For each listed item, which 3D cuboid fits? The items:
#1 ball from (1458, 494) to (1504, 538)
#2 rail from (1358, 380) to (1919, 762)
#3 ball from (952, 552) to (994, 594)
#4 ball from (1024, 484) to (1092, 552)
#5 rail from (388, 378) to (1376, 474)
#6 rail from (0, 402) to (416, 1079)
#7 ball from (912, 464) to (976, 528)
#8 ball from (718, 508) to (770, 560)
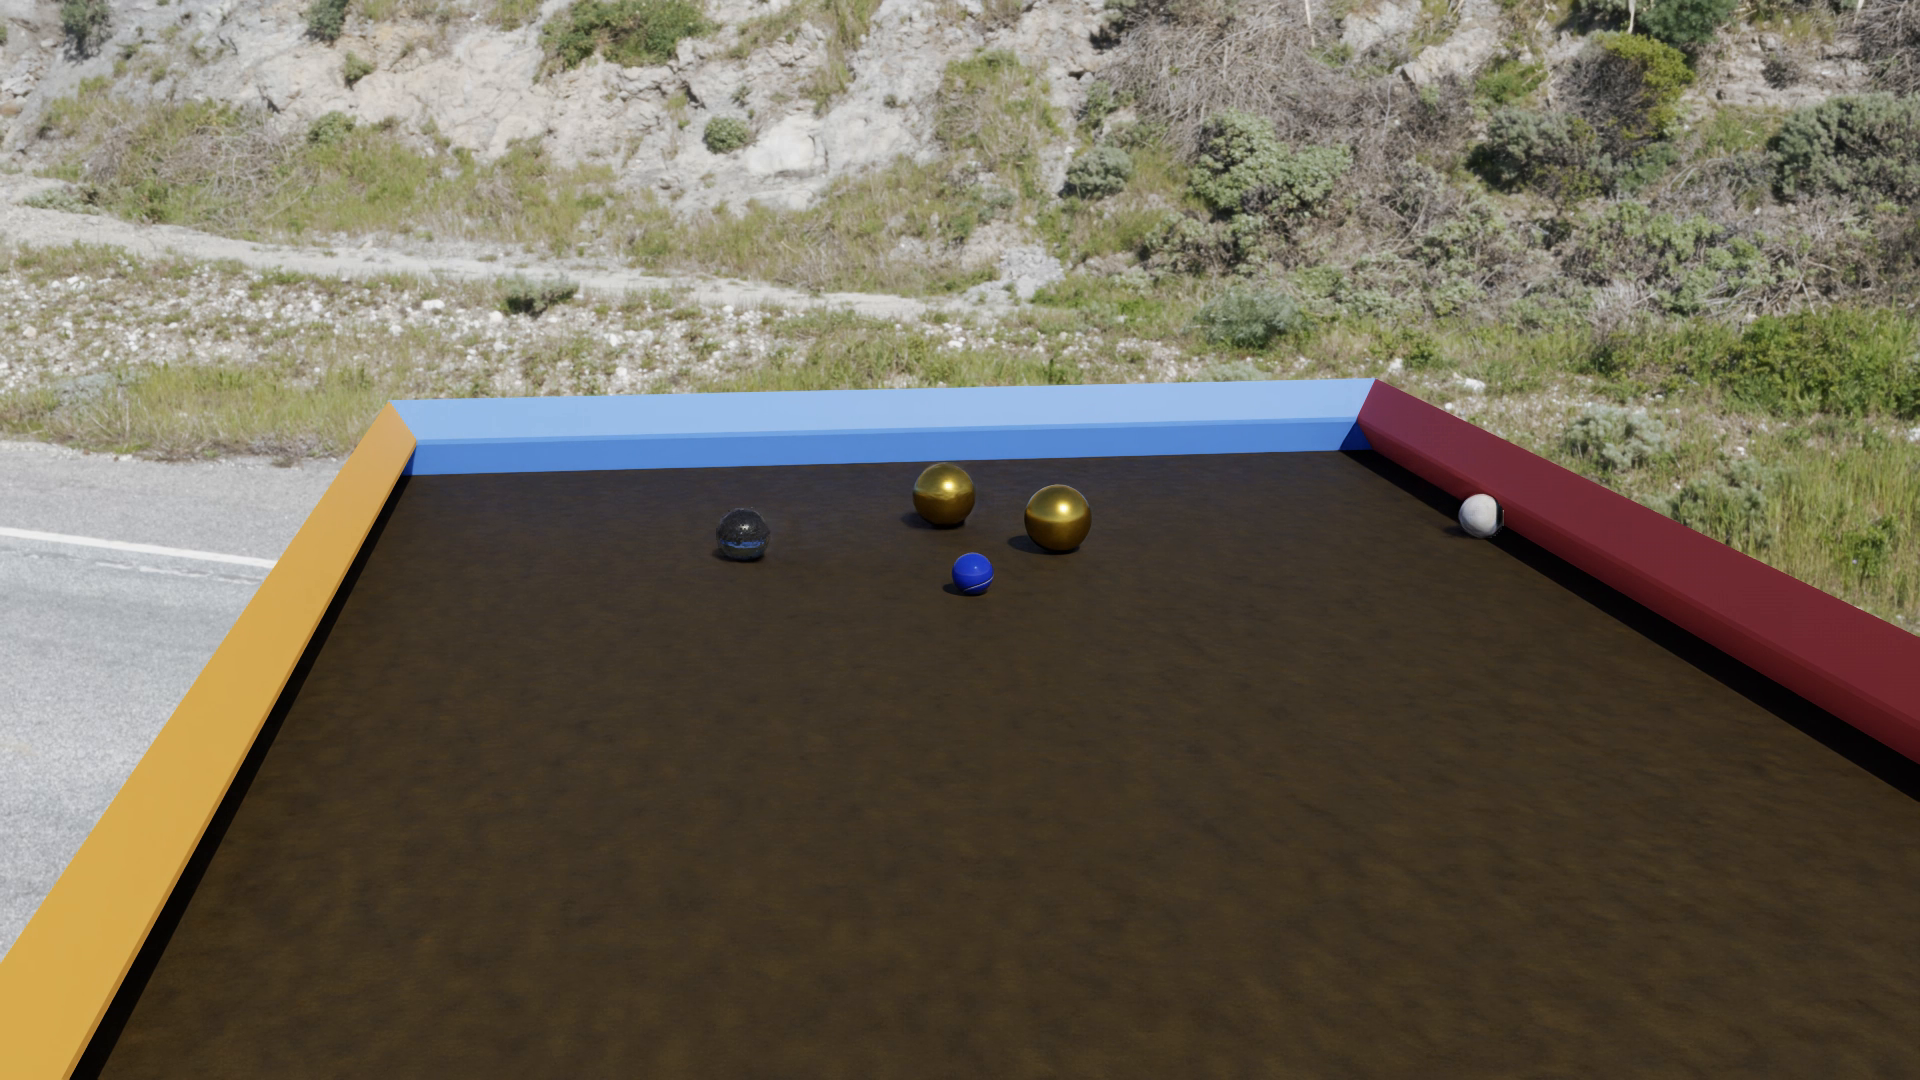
[{"bbox_3d":[0.721,-0.033,3.043,0.060,0.060,0.060,0,13,0],"label":"ball"},{"bbox_3d":[0.873,0.118,2.257,0.045,0.118,2.932,-2,13,-8],"label":"rail"},{"bbox_3d":[0.016,0.042,2.735,0.053,0.053,0.053,0,13,0],"label":"ball"},{"bbox_3d":[0.131,-0.029,2.955,0.091,0.091,0.091,0,13,0],"label":"ball"},{"bbox_3d":[-0.098,-0.181,3.544,1.606,0.118,0.045,-2,13,-8],"label":"rail"},{"bbox_3d":[-0.670,0.166,2.047,0.045,0.118,2.932,-2,13,-8],"label":"rail"},{"bbox_3d":[-0.023,-0.063,3.105,0.089,0.089,0.089,0,13,0],"label":"ball"},{"bbox_3d":[-0.286,-0.007,2.909,0.069,0.069,0.069,0,13,0],"label":"ball"}]
